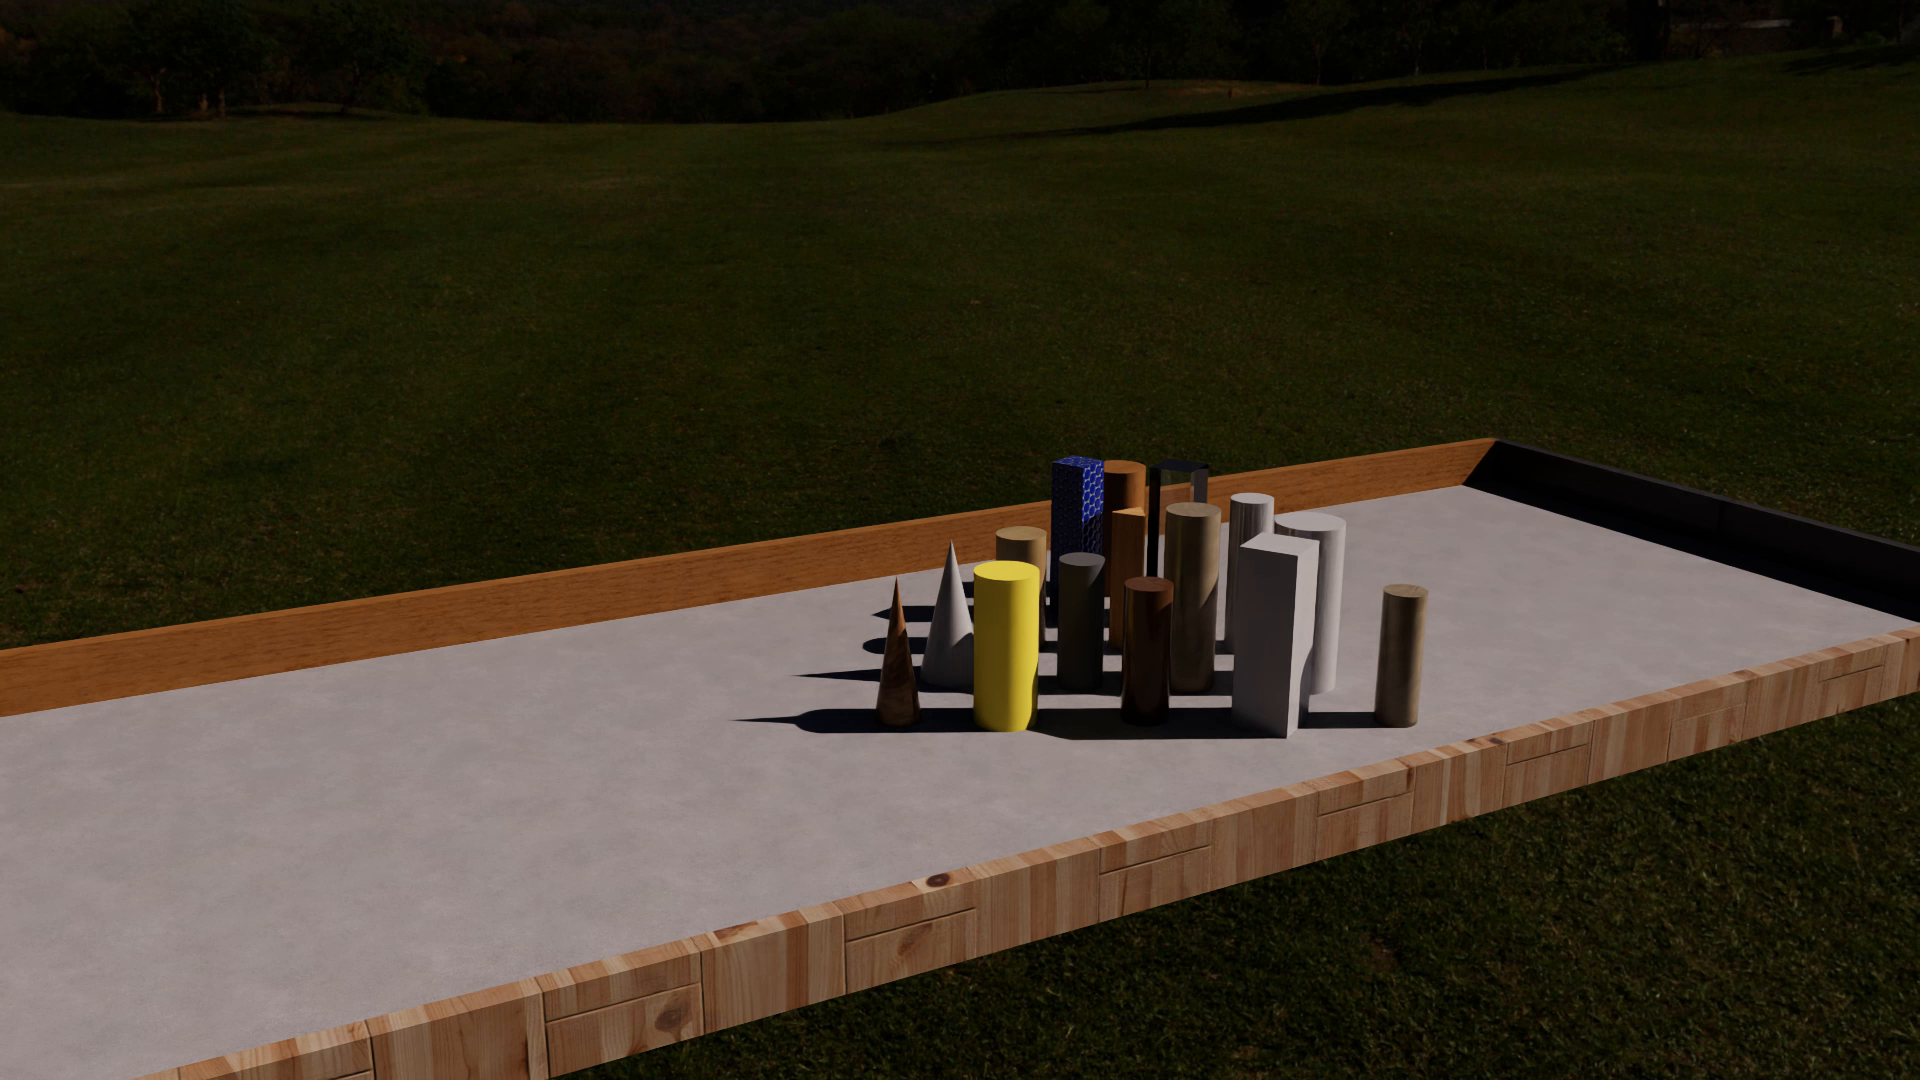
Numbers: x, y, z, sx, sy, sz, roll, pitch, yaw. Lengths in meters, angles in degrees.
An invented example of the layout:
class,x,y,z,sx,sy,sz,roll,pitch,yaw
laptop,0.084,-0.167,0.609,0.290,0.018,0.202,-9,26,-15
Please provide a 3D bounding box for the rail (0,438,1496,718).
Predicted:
class,x,y,z,sx,sy,sz,roll,pitch,yaw
rail,-3.305,0.497,3.399,12.000,0.150,0.050,-9,18,-27

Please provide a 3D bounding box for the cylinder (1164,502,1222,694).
class,x,y,z,sx,sy,sz,roll,pitch,yaw
cylinder,0.567,0.143,4.063,0.134,0.454,0.134,0,16,0

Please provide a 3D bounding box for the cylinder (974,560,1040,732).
class,x,y,z,sx,sy,sz,roll,pitch,yaw
cylinder,0.107,0.248,3.855,0.152,0.370,0.152,0,16,0

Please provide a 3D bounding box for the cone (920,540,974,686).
class,x,y,z,sx,sy,sz,roll,pitch,yaw
cone,-0.022,0.169,4.139,0.165,0.360,0.165,0,16,0

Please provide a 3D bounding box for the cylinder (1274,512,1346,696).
class,x,y,z,sx,sy,sz,roll,pitch,yaw
cylinder,0.854,0.156,4.079,0.172,0.420,0.172,0,16,0

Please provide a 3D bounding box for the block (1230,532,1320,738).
class,x,y,z,sx,sy,sz,roll,pitch,yaw
block,0.730,0.219,3.828,0.139,0.440,0.139,10,19,30

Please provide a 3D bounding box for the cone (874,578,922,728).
class,x,y,z,sx,sy,sz,roll,pitch,yaw
cone,-0.147,0.253,3.859,0.115,0.358,0.115,0,16,0

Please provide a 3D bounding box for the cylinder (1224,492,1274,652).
class,x,y,z,sx,sy,sz,roll,pitch,yaw
cylinder,0.757,0.089,4.326,0.112,0.410,0.112,0,16,0

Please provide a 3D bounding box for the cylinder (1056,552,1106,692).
class,x,y,z,sx,sy,sz,roll,pitch,yaw
cylinder,0.299,0.203,4.086,0.114,0.326,0.114,0,16,0

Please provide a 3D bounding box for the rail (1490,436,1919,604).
class,x,y,z,sx,sy,sz,roll,pitch,yaw
rail,2.466,-0.048,5.253,0.050,0.150,2.100,-9,18,-27

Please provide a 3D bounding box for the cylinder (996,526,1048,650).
class,x,y,z,sx,sy,sz,roll,pitch,yaw
cylinder,0.161,0.131,4.358,0.134,0.311,0.134,0,16,0

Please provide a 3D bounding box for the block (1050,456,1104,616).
class,x,y,z,sx,sy,sz,roll,pitch,yaw
block,0.325,-0.005,4.592,0.103,0.440,0.103,13,21,37

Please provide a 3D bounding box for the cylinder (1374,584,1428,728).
class,x,y,z,sx,sy,sz,roll,pitch,yaw
cylinder,1.031,0.271,3.861,0.101,0.322,0.101,0,16,0

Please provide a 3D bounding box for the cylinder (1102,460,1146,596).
class,x,y,z,sx,sy,sz,roll,pitch,yaw
cylinder,0.458,-0.034,4.813,0.158,0.371,0.158,0,16,0

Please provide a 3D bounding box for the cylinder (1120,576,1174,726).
class,x,y,z,sx,sy,sz,roll,pitch,yaw
cylinder,0.439,0.262,3.874,0.115,0.333,0.115,0,16,0

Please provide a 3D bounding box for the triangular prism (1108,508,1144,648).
class,x,y,z,sx,sy,sz,roll,pitch,yaw
triangular prism,0.455,0.101,4.351,0.092,0.372,0.079,9,19,27

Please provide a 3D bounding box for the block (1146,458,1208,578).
class,x,y,z,sx,sy,sz,roll,pitch,yaw
block,0.597,0.007,4.552,0.120,0.438,0.120,10,19,30

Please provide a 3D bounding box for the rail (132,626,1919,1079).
class,x,y,z,sx,sy,sz,roll,pitch,yaw
rail,-2.336,1.006,1.665,12.000,0.150,0.050,-9,18,-27
